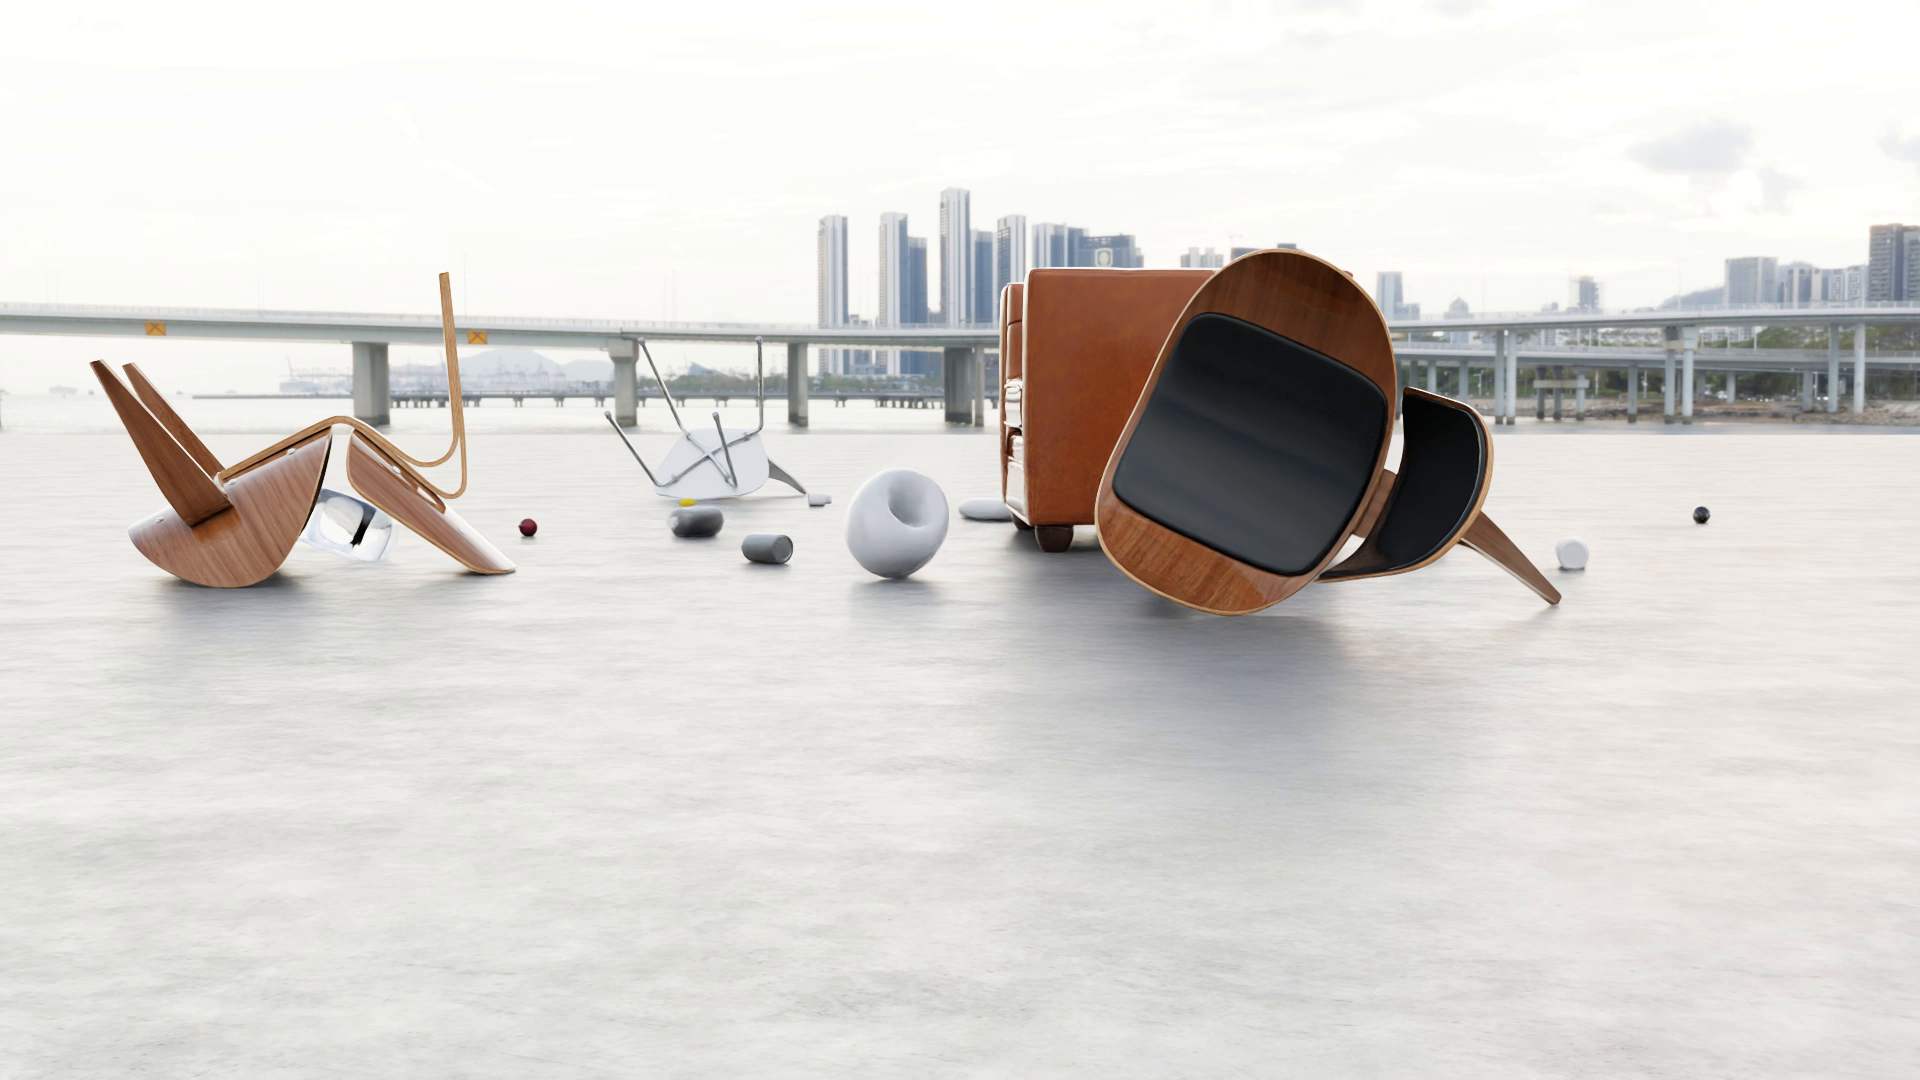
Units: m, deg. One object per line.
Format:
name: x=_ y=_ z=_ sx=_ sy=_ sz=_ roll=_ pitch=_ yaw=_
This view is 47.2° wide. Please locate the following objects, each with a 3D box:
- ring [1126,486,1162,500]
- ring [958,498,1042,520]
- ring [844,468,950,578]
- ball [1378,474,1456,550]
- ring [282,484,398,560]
ring: x=0.750 y=-0.188 z=8.939 sx=0.149 sy=0.049 sz=0.125 roll=0 pitch=5 yaw=-17
ring: x=0.136 y=-0.109 z=7.618 sx=0.218 sy=0.072 sz=0.358 roll=-3 pitch=4 yaw=-41
ring: x=-0.152 y=-0.043 z=5.300 sx=0.244 sy=0.144 sz=0.386 roll=36 pitch=30 yaw=-3
ball: x=1.282 y=-0.081 z=6.173 sx=0.212 sy=0.212 sz=0.212 roll=0 pitch=4 yaw=0
ring: x=-1.634 y=-0.041 z=5.798 sx=0.314 sy=0.145 sz=0.280 roll=16 pitch=-10 yaw=17
